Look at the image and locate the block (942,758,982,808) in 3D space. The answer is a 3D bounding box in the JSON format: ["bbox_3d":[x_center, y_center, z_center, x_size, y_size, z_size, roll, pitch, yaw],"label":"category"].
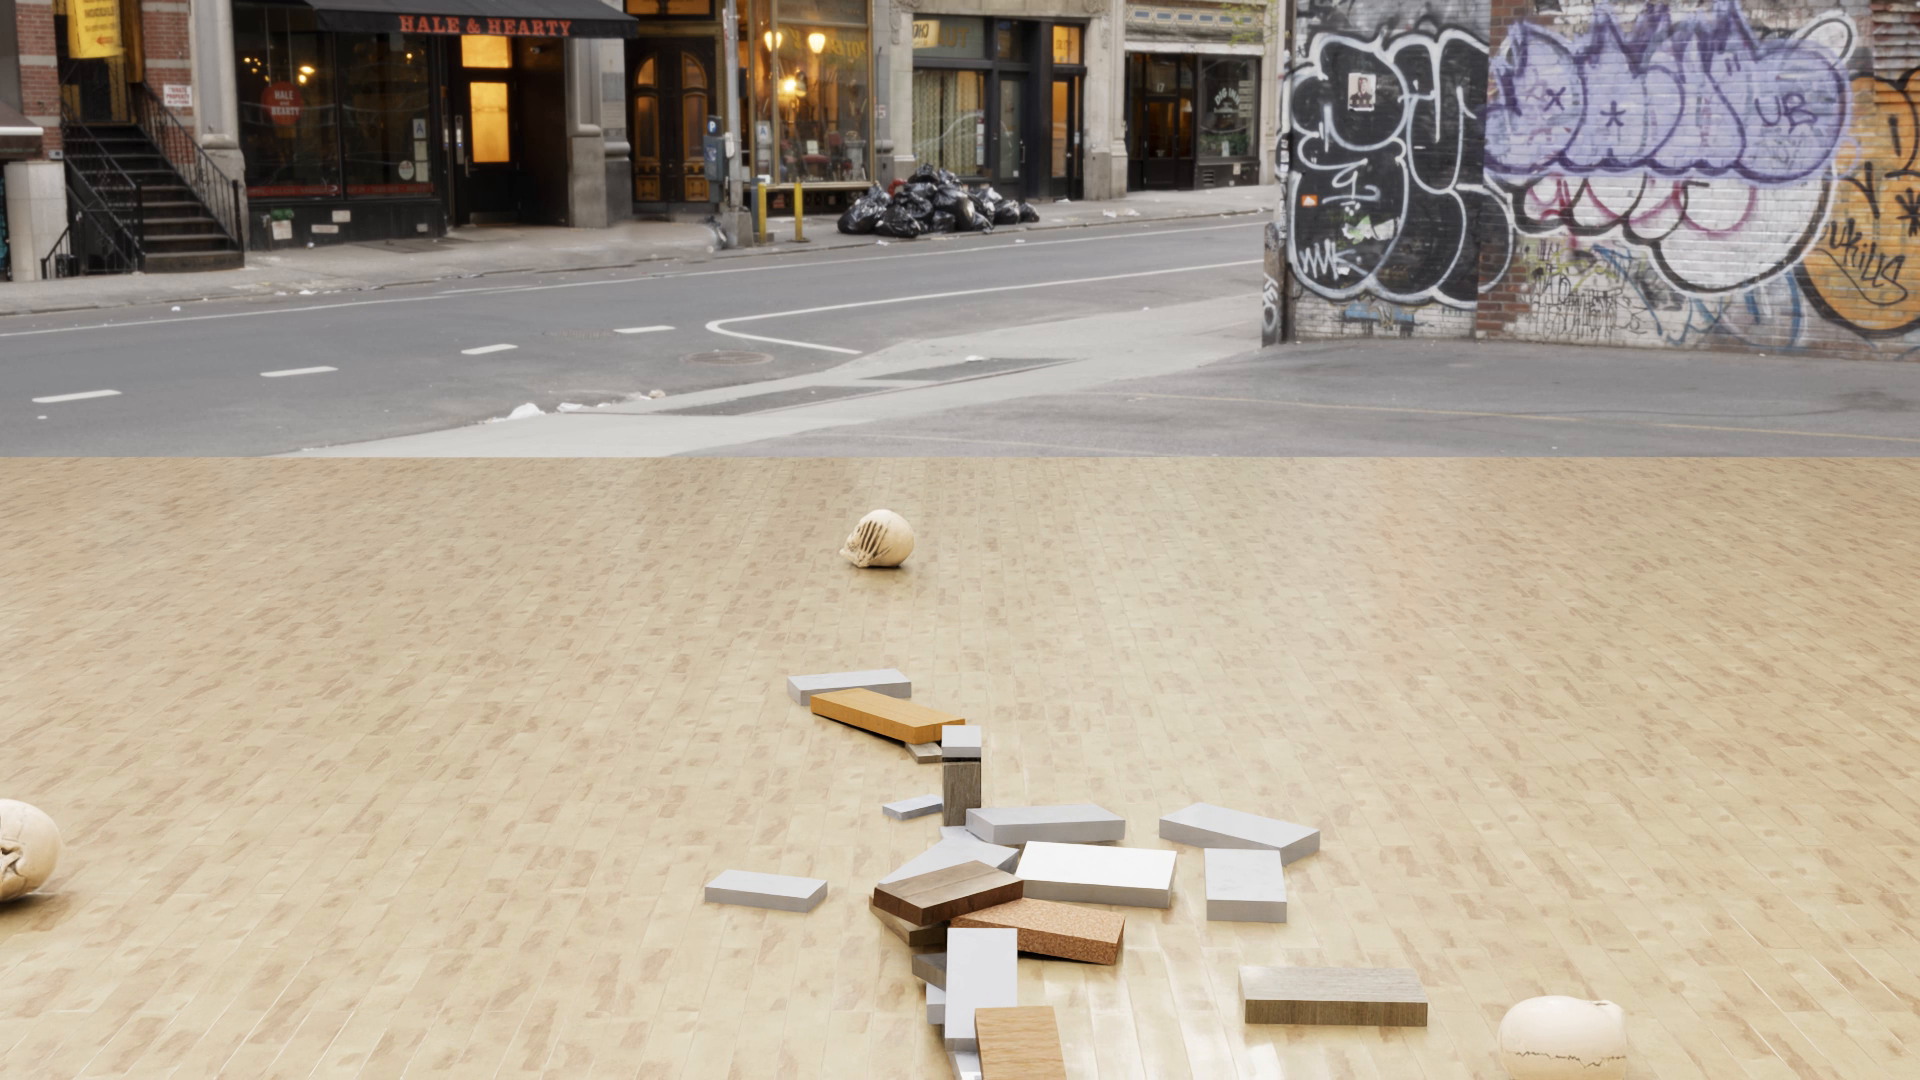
[{"bbox_3d":[0.003,0.457,3.996,0.071,0.142,0.020,0,11,0],"label":"block"}]

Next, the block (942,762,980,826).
[{"bbox_3d":[0.002,0.467,3.967,0.067,0.133,0.019,-2,11,-8],"label":"block"}]

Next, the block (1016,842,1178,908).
[{"bbox_3d":[0.228,0.559,3.675,0.256,0.036,0.128,2,21,12],"label":"block"}]

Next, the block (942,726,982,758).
[{"bbox_3d":[0.003,0.368,4.028,0.071,0.020,0.142,0,11,0],"label":"block"}]

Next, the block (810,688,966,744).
[{"bbox_3d":[-0.158,0.373,4.688,0.128,0.036,0.396,-7,10,-36],"label":"block"}]

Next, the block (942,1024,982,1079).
[{"bbox_3d":[0.042,0.701,2.989,0.106,0.030,0.212,-1,11,-8],"label":"block"}]

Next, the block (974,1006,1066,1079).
[{"bbox_3d":[0.081,0.691,2.868,0.106,0.030,0.212,-1,29,-5],"label":"block"}]

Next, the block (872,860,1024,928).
[{"bbox_3d":[-0.017,0.551,3.442,0.106,0.030,0.227,16,16,42],"label":"block"}]

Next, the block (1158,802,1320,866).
[{"bbox_3d":[0.498,0.524,3.924,0.257,0.036,0.128,9,14,39],"label":"block"}]

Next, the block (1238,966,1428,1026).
[{"bbox_3d":[0.538,0.661,3.189,0.257,0.036,0.129,0,11,3],"label":"block"}]

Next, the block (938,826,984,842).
[{"bbox_3d":[0.005,0.537,3.902,0.067,0.019,0.133,-2,11,-8],"label":"block"}]

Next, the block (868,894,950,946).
[{"bbox_3d":[-0.072,0.604,3.526,0.091,0.026,0.182,-4,11,-22],"label":"block"}]

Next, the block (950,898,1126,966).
[{"bbox_3d":[0.122,0.602,3.430,0.257,0.036,0.129,8,12,9],"label":"block"}]

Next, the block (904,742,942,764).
[{"bbox_3d":[-0.071,0.431,4.480,0.058,0.016,0.116,-3,11,-14],"label":"block"}]

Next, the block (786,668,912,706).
[{"bbox_3d":[-0.251,0.332,4.961,0.256,0.036,0.128,-3,11,-18],"label":"block"}]

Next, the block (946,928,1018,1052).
[{"bbox_3d":[0.030,0.619,3.035,0.097,0.028,0.194,0,38,1],"label":"block"}]

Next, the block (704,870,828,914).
[{"bbox_3d":[-0.321,0.581,3.644,0.182,0.026,0.091,3,11,18],"label":"block"}]

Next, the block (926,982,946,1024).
[{"bbox_3d":[0.001,0.655,3.129,0.097,0.028,0.194,-2,-1,-1],"label":"block"}]

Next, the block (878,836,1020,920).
[{"bbox_3d":[-0.017,0.557,3.643,0.129,0.036,0.342,9,8,18],"label":"block"}]

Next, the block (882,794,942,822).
[{"bbox_3d":[-0.081,0.500,4.111,0.116,0.016,0.058,-8,13,-38],"label":"block"}]

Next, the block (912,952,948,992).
[{"bbox_3d":[0.004,0.629,3.202,0.097,0.028,0.194,-1,-1,-18],"label":"block"}]

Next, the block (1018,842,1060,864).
[{"bbox_3d":[0.159,0.555,3.807,0.067,0.019,0.133,5,12,26],"label":"block"}]

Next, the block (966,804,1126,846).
[{"bbox_3d":[0.153,0.508,3.932,0.256,0.036,0.128,1,6,-22],"label":"block"}]

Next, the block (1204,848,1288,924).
[{"bbox_3d":[0.473,0.573,3.660,0.128,0.036,0.256,1,11,5],"label":"block"}]
